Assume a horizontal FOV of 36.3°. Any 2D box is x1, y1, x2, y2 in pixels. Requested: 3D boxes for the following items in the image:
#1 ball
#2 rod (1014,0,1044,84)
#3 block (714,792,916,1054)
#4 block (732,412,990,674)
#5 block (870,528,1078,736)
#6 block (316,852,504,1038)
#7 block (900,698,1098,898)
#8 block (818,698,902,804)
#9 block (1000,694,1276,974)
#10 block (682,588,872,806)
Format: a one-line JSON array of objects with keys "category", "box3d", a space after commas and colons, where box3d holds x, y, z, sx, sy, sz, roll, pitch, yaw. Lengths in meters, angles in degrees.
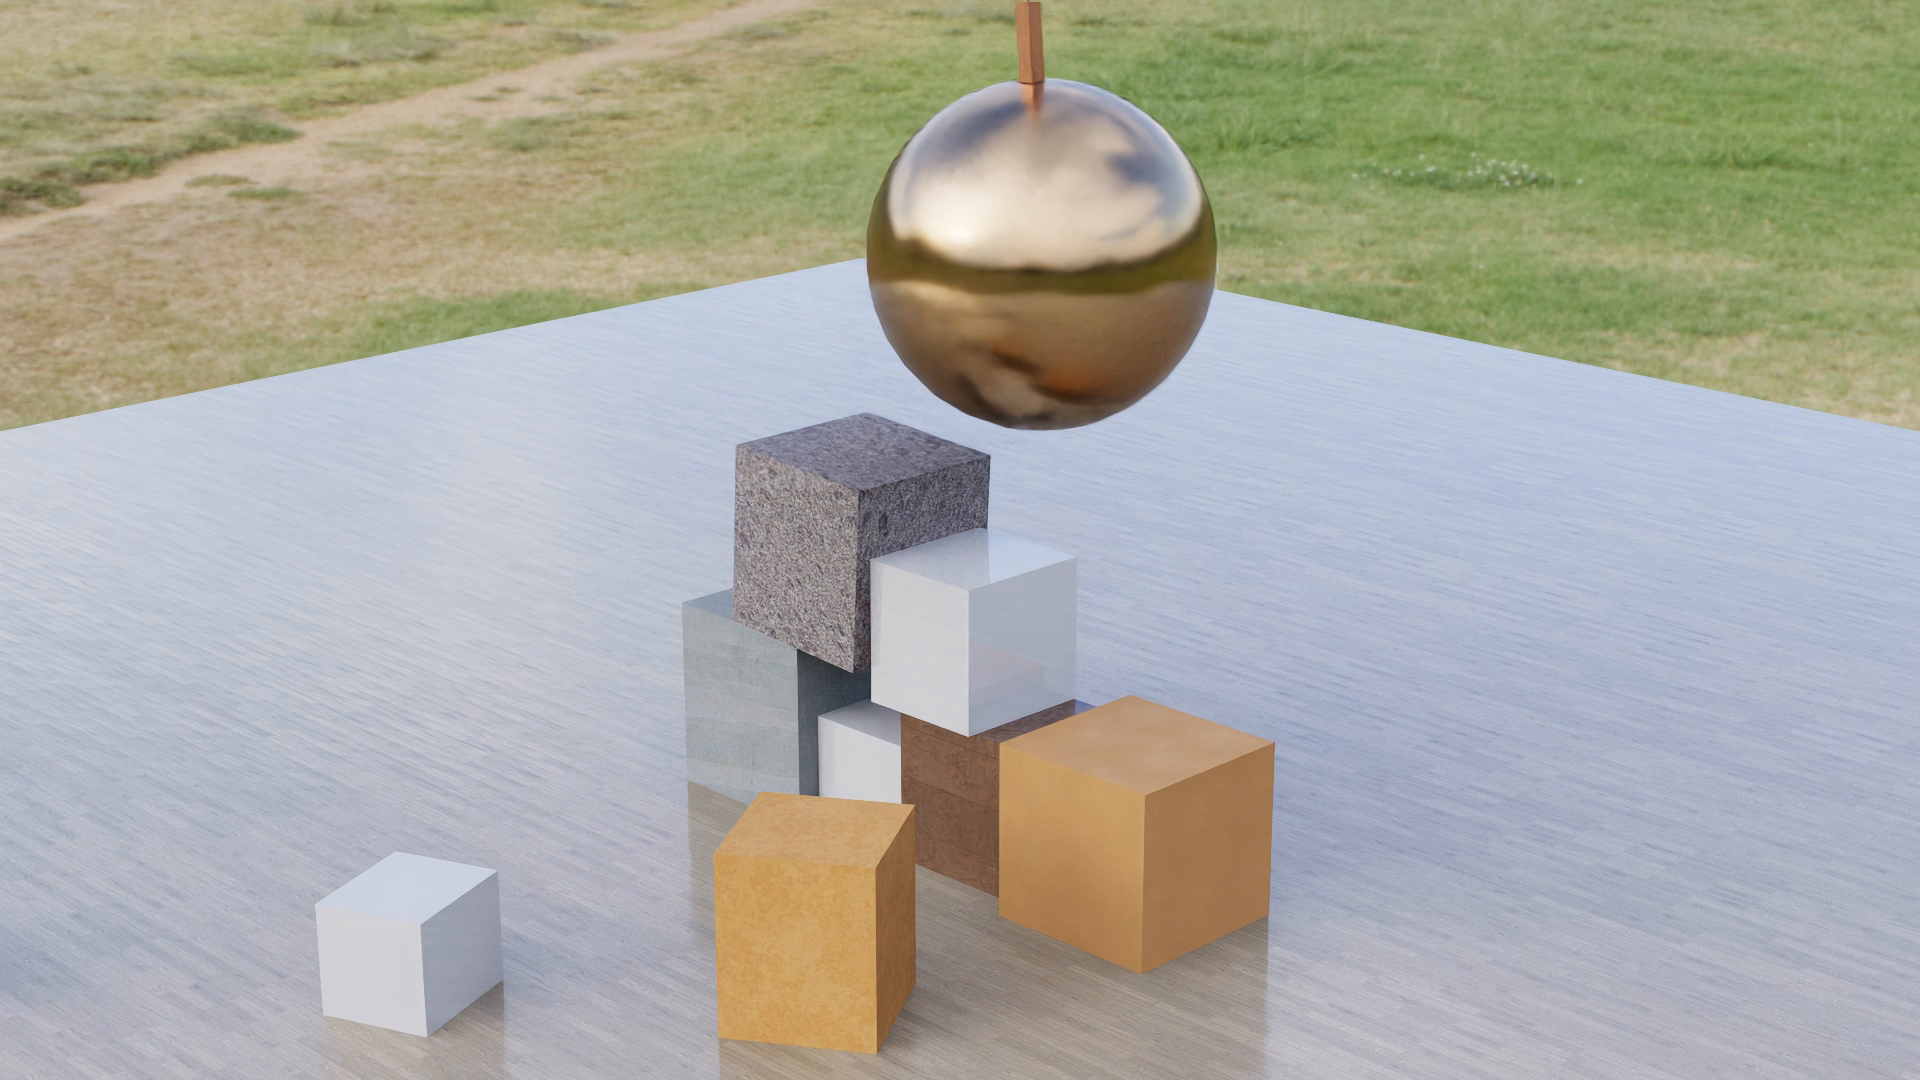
[{"category": "ball", "box3d": [0.370, -1.295, 13.322, 1.600, 1.600, 1.600, 0, 17, 0]}, {"category": "rod", "box3d": [0.160, -4.463, 12.107, 0.080, 5.200, 0.080, 17, 29, 42]}, {"category": "block", "box3d": [-0.584, 1.559, 12.031, 0.665, 0.811, 0.665, 4, 18, 12]}, {"category": "block", "box3d": [-0.469, -0.006, 13.812, 0.840, 0.878, 0.842, -17, 27, -42]}, {"category": "block", "box3d": [0.063, 0.409, 13.399, 0.696, 0.686, 0.632, -17, 24, -42]}, {"category": "block", "box3d": [-2.282, 1.672, 12.191, 0.505, 0.500, 0.583, 7, 19, 22]}, {"category": "block", "box3d": [0.221, 1.133, 13.489, 0.642, 0.750, 0.751, -17, 24, -42]}, {"category": "block", "box3d": [-0.262, 1.091, 13.981, 0.571, 0.535, 0.594, -17, 24, -42]}, {"category": "block", "box3d": [0.774, 1.276, 12.917, 0.844, 0.820, 0.856, 17, 24, 42]}, {"category": "block", "box3d": [-0.773, 0.750, 14.410, 0.834, 0.928, 0.810, 17, 24, 42]}]
